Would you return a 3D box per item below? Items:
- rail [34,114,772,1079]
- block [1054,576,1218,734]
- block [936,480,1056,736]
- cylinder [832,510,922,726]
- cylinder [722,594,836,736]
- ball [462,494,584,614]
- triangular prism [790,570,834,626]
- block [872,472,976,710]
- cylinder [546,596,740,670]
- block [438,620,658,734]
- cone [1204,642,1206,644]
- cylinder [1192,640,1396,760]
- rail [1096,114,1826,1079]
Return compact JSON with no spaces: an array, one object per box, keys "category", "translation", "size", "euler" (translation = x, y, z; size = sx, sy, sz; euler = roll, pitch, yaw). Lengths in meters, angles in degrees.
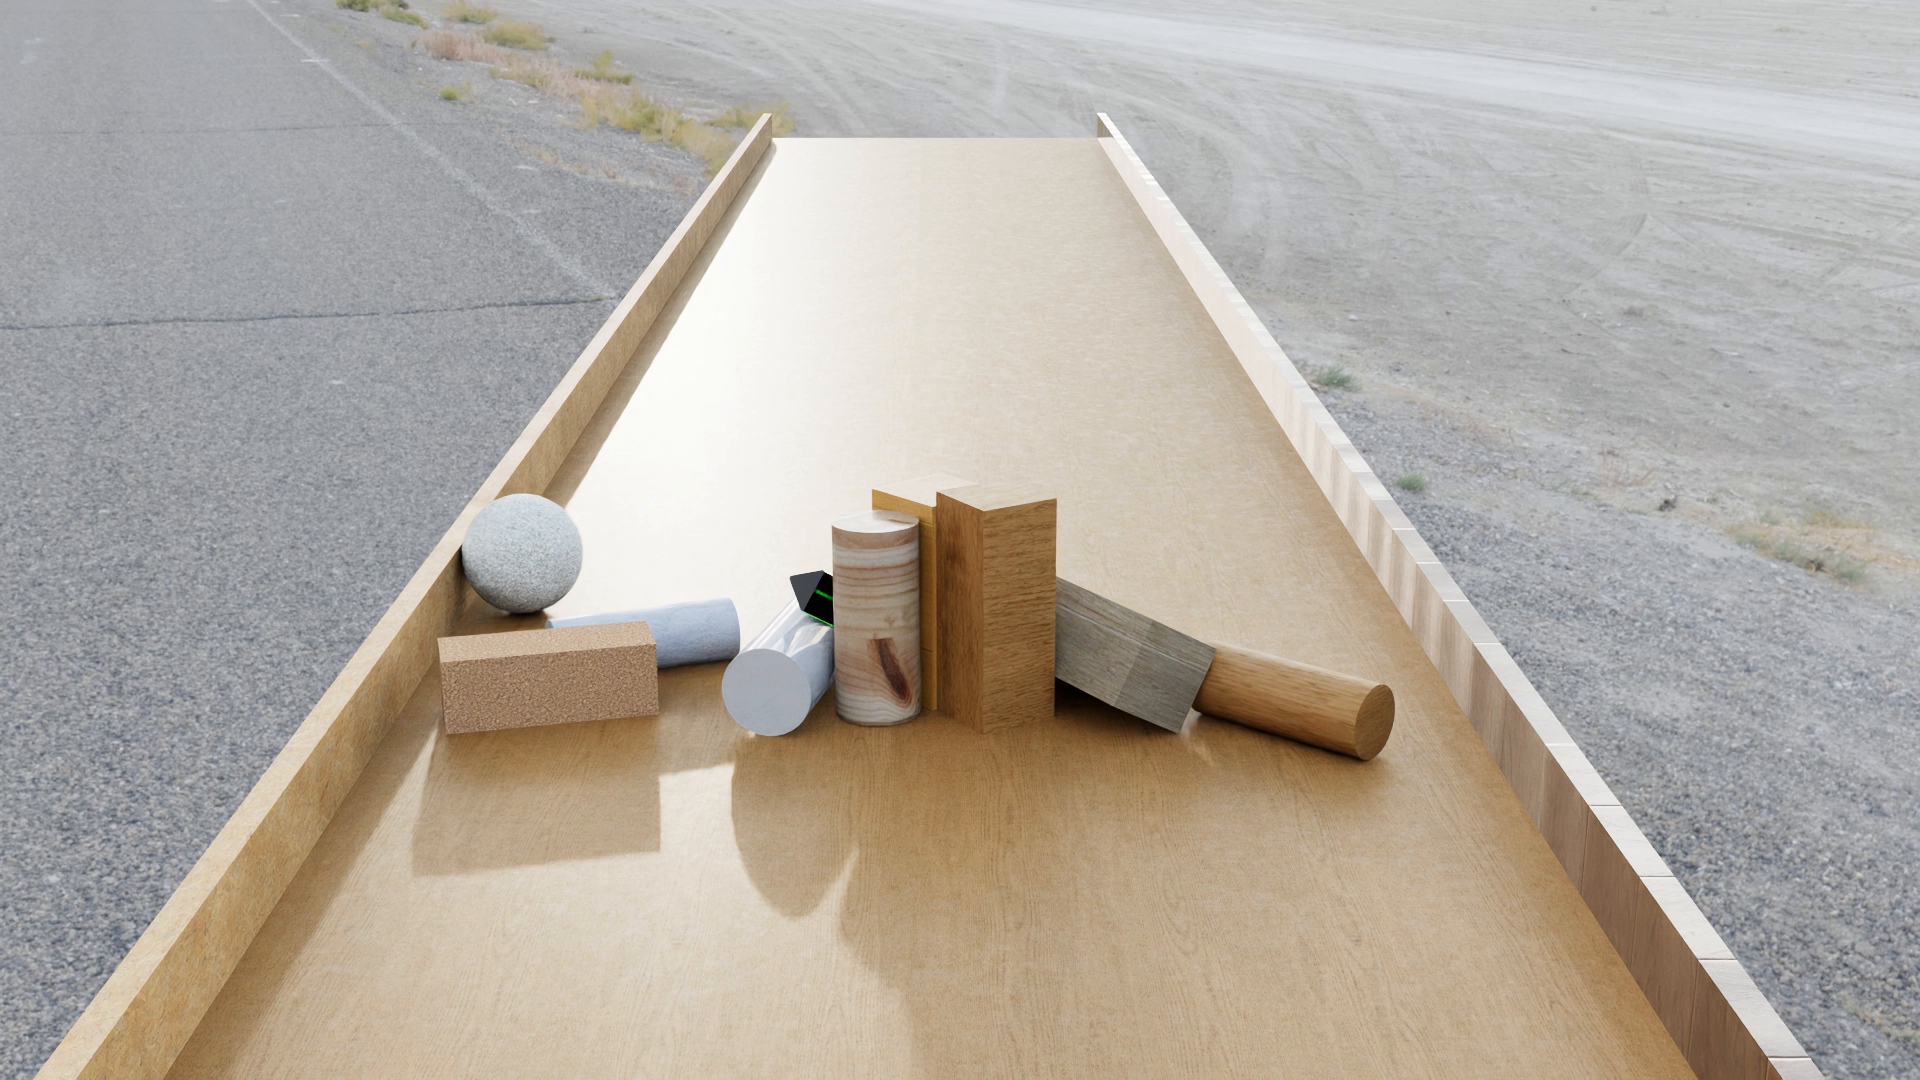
[{"category":"rail","translation":[-1.118,-0.838,7.780],"size":[0.050,0.150,12.000],"euler":[0,17,-1]},{"category":"block","translation":[0.256,0.195,4.161],"size":[0.171,0.171,0.442],"euler":[25,0,-36]},{"category":"block","translation":[0.066,0.122,4.068],"size":[0.159,0.427,0.159],"euler":[-10,19,-31]},{"category":"cylinder","translation":[-0.154,0.144,4.089],"size":[0.162,0.370,0.162],"euler":[0,15,0]},{"category":"cylinder","translation":[-0.308,0.218,4.197],"size":[0.170,0.170,0.427],"euler":[3,17,12]},{"category":"ball","translation":[-0.931,0.029,4.683],"size":[0.255,0.255,0.255],"euler":[0,17,0]},{"category":"triangular prism","translation":[-0.172,0.139,4.257],"size":[0.359,0.076,0.087],"euler":[29,30,-46]},{"category":"block","translation":[-0.045,0.095,4.206],"size":[0.173,0.399,0.173],"euler":[-14,22,-40]},{"category":"cylinder","translation":[-0.626,0.196,4.346],"size":[0.363,0.126,0.126],"euler":[-7,18,-22]},{"category":"block","translation":[-0.772,0.255,4.123],"size":[0.391,0.140,0.140],"euler":[-4,17,-15]},{"category":"cone","translation":[0.543,0.253,4.289],"size":[0.456,0.101,0.101],"euler":[14,21,23]},{"category":"cylinder","translation":[0.600,0.289,4.010],"size":[0.360,0.139,0.139],"euler":[14,22,39]},{"category":"rail","translation":[0.932,-0.844,7.801],"size":[0.050,0.150,12.000],"euler":[0,17,-1]}]
